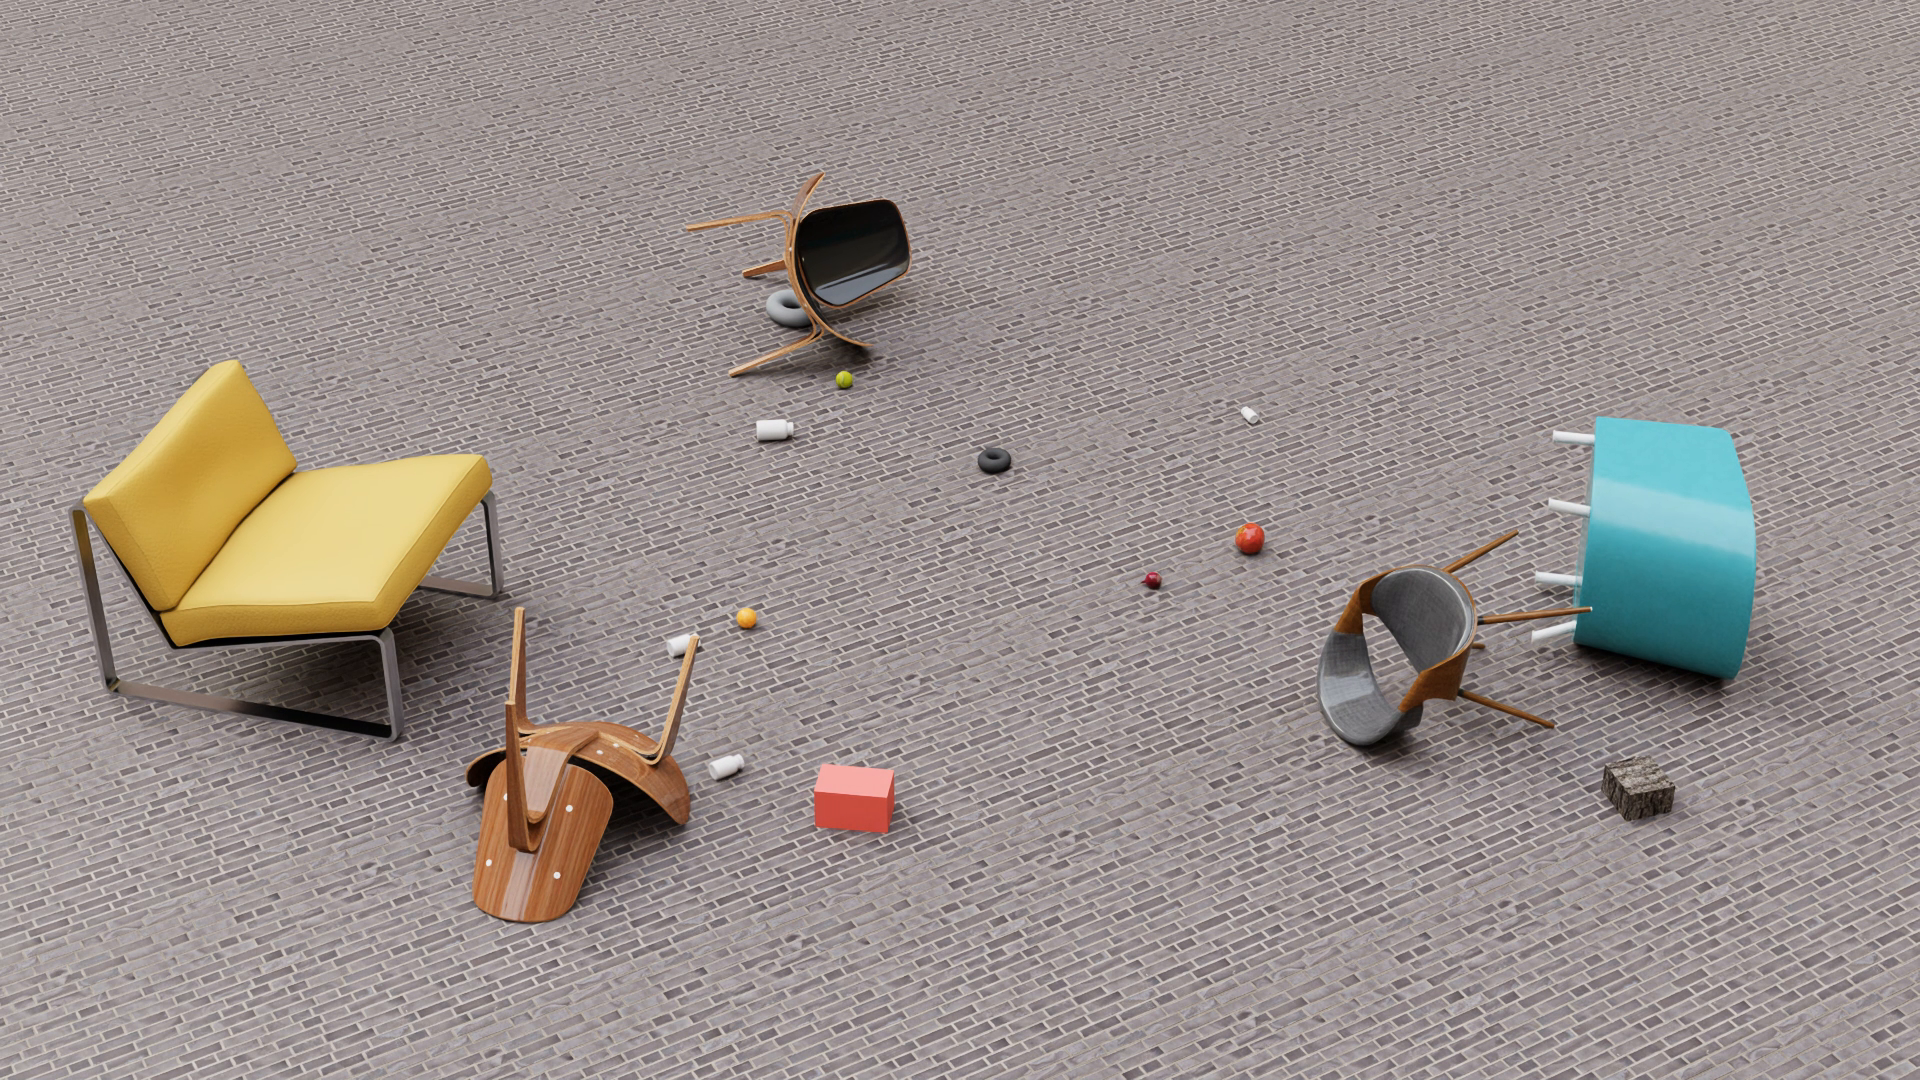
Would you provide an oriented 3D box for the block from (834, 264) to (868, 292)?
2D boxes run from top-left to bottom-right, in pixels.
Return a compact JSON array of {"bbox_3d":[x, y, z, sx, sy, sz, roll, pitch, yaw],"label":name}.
[{"bbox_3d":[-0.470,-1.131,12.611,0.107,0.055,0.121,-14,36,-20],"label":"block"}]

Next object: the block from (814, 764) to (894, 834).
[{"bbox_3d":[-0.342,0.841,9.536,0.238,0.146,0.145,4,34,7],"label":"block"}]

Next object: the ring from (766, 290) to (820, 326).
[{"bbox_3d":[-0.704,-0.978,12.365,0.217,0.072,0.271,-20,38,-26],"label":"ring"}]

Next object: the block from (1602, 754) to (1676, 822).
[{"bbox_3d":[2.223,0.813,9.611,0.163,0.110,0.174,-10,35,-14],"label":"block"}]

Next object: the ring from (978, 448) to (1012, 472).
[{"bbox_3d":[0.133,-0.309,11.364,0.137,0.055,0.124,-26,43,-36],"label":"ring"}]
